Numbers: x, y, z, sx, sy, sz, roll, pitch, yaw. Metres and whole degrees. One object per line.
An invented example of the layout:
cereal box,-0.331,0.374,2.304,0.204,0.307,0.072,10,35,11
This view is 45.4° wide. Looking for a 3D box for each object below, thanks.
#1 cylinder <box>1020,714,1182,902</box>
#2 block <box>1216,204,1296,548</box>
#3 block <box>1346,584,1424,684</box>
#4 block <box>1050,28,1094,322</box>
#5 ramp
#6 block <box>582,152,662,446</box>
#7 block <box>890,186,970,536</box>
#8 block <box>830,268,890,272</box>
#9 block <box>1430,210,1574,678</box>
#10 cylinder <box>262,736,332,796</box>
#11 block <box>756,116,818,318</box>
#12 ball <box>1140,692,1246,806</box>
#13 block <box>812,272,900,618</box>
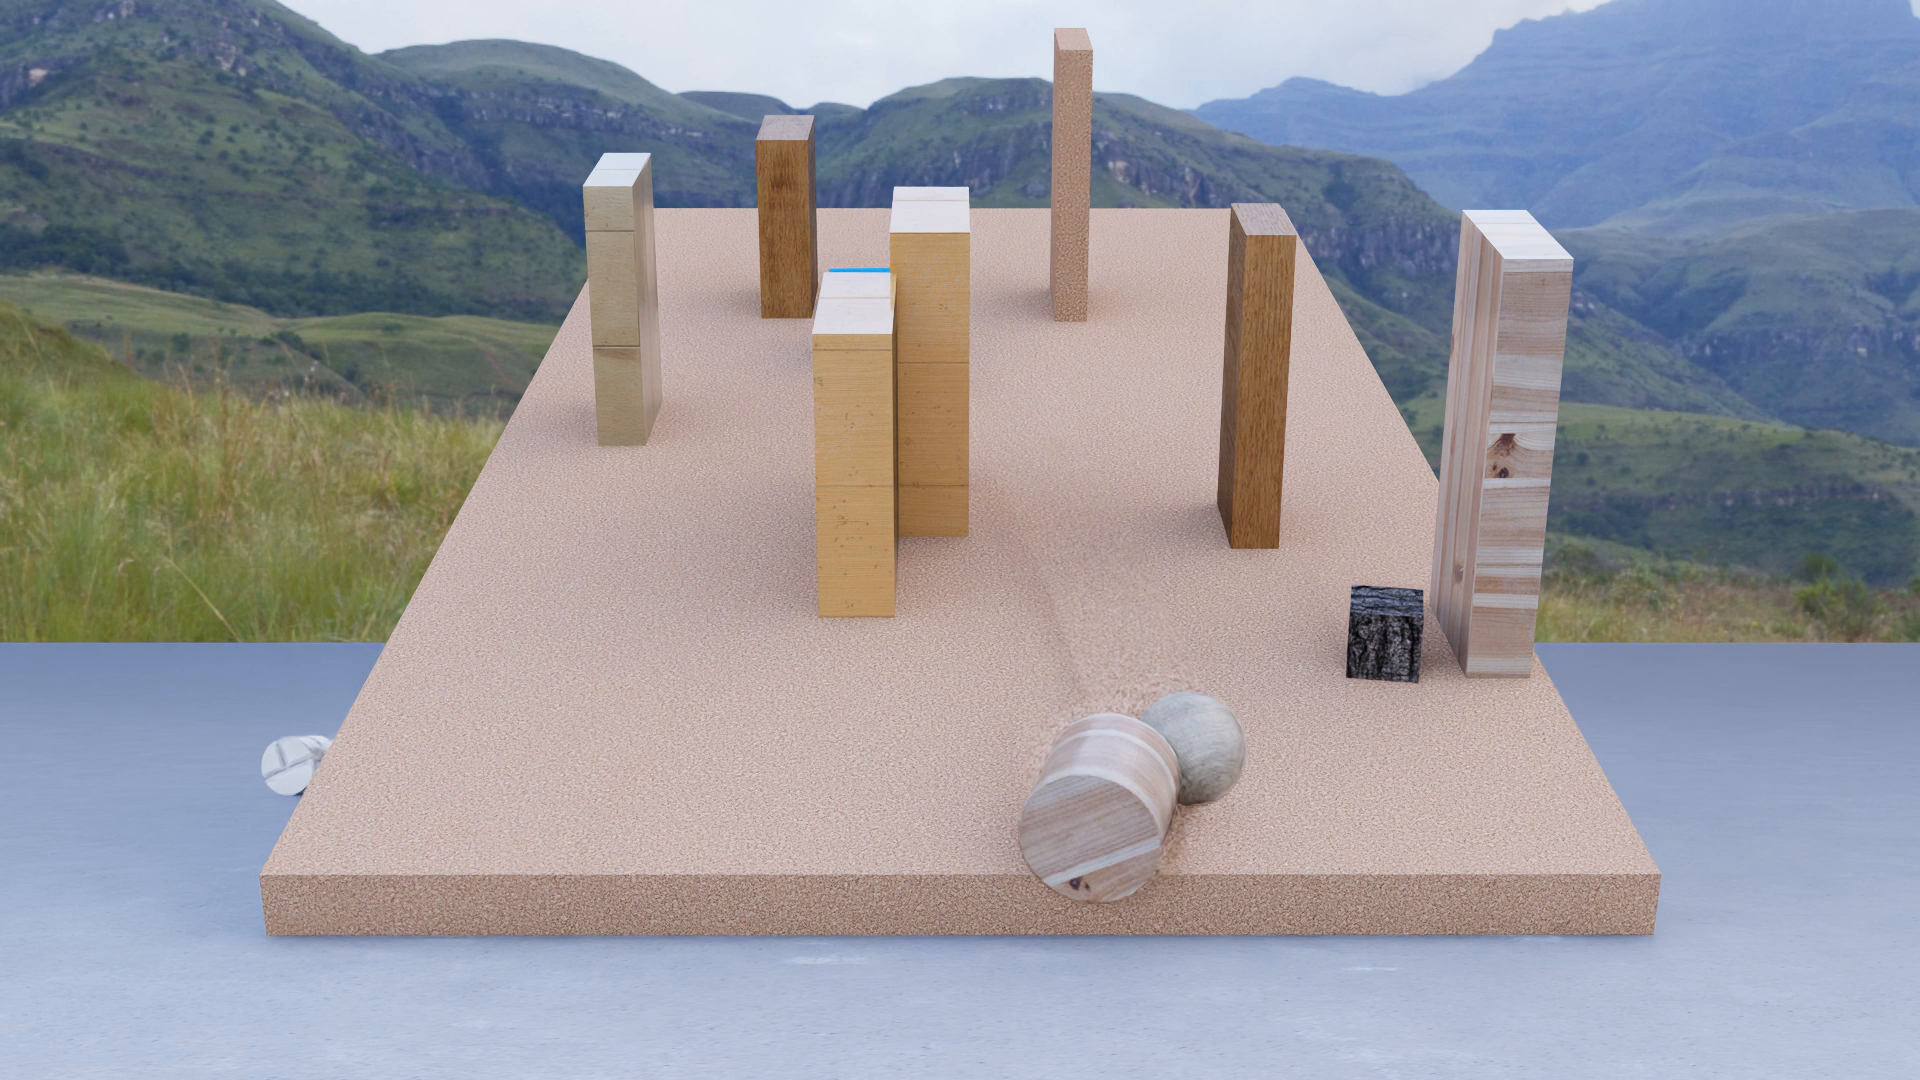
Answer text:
cylinder,0.202,0.378,3.255,0.197,0.197,0.197,-1,21,15
block,0.568,-0.316,4.422,0.092,0.619,0.247,0,22,0
block,0.723,0.159,3.905,0.121,0.121,0.121,4,22,9
block,0.283,-0.938,5.879,0.082,0.689,0.330,0,22,0
ramp,-0.006,-0.220,5.146,2.000,0.100,4.000,0,22,0
block,-0.732,-0.528,5.010,0.102,0.571,0.319,0,22,0
block,-0.057,-0.357,4.536,0.149,0.608,0.368,0,22,0
block,-0.215,-0.535,5.535,0.195,0.195,0.195,-1,22,-3
block,0.910,-0.164,3.895,0.109,0.729,0.323,0,22,0
cylinder,-1.807,0.617,6.293,0.156,0.156,0.156,-1,-2,12
block,-0.445,-0.839,5.937,0.129,0.460,0.310,0,22,0
ball,0.338,0.308,3.398,0.168,0.168,0.168,0,-2,0
block,-0.186,-0.181,4.201,0.136,0.529,0.398,0,22,0
